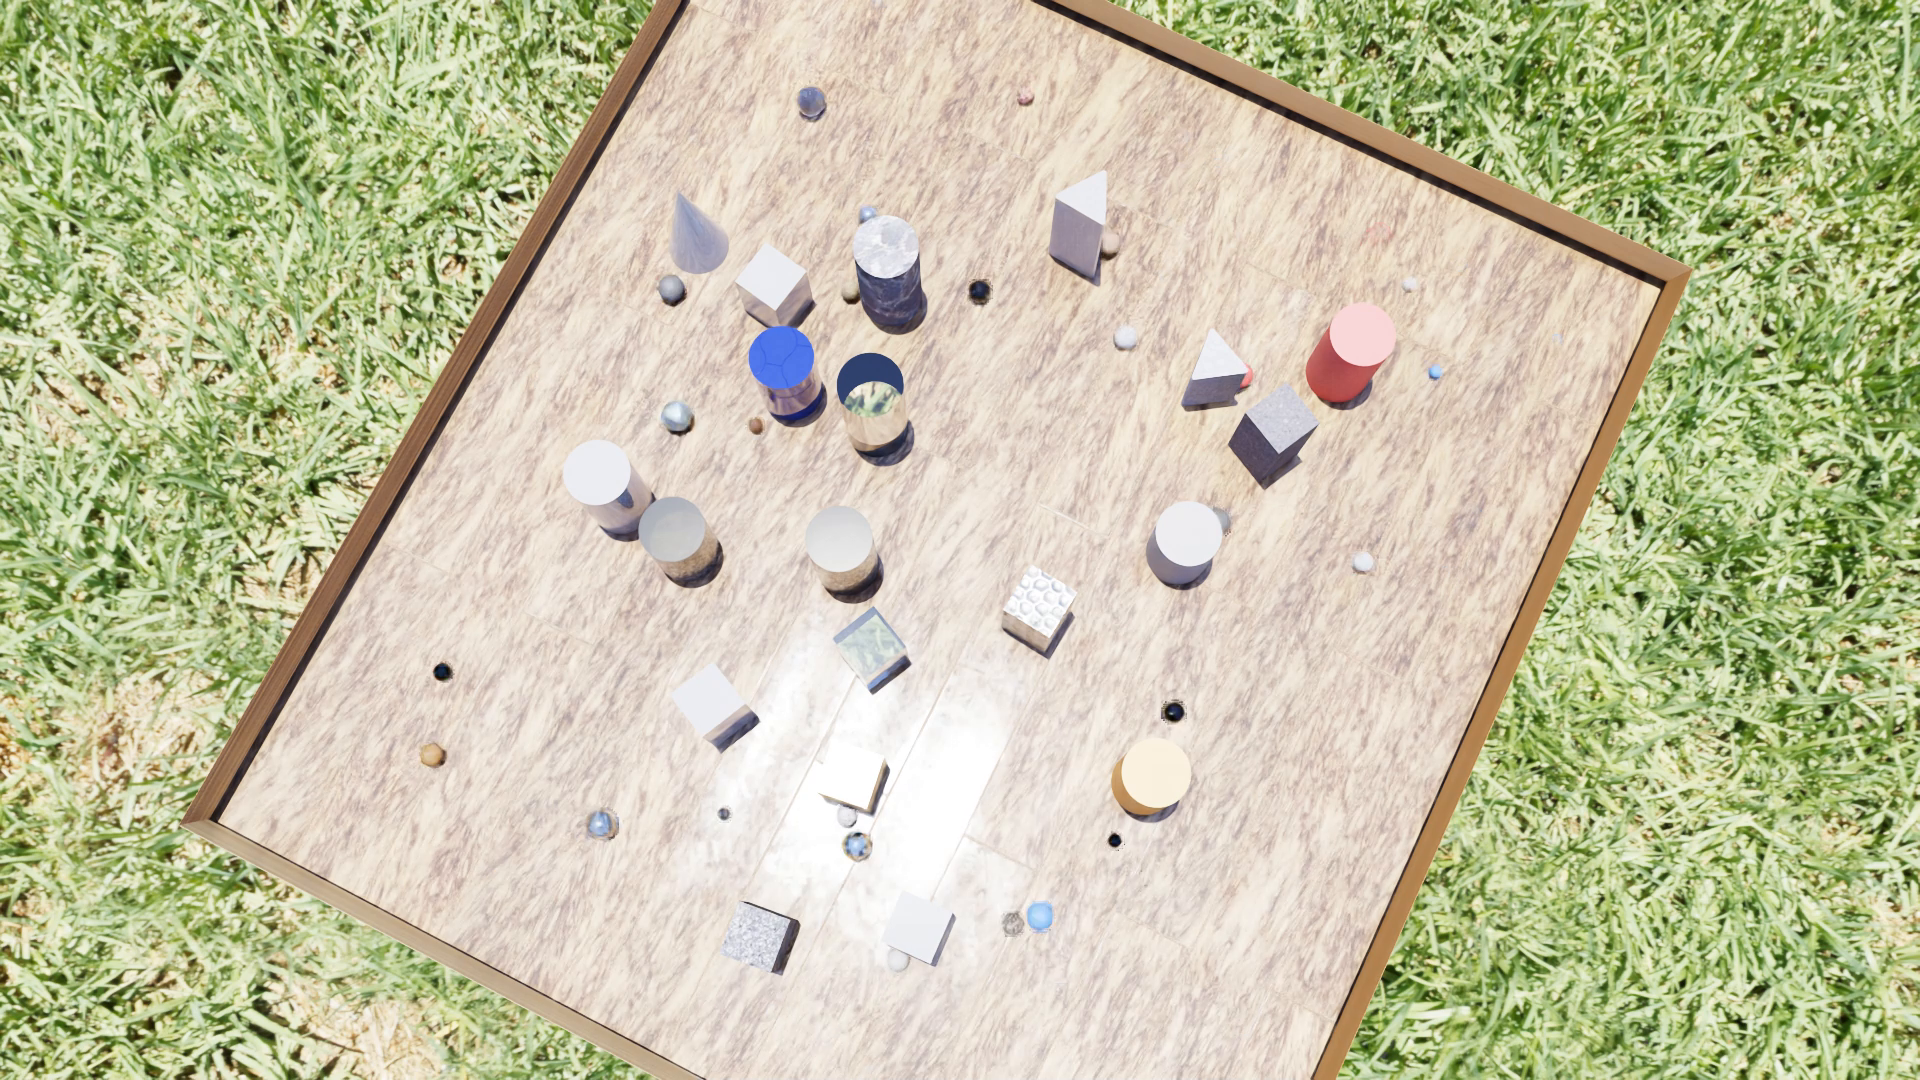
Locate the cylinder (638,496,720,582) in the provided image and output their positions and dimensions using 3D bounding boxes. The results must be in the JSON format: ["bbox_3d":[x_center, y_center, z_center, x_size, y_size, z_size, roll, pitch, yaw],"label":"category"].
[{"bbox_3d":[-0.833,0.001,5.453,0.193,0.320,0.193,0,78,0],"label":"cylinder"}]

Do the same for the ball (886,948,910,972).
[{"bbox_3d":[-0.181,1.218,5.320,0.067,0.067,0.067,0,78,0],"label":"ball"}]

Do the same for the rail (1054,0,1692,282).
[{"bbox_3d":[0.784,-1.528,5.868,3.297,0.125,0.045,26,80,5],"label":"rail"}]

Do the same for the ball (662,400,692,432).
[{"bbox_3d":[-0.873,-0.382,5.647,0.095,0.095,0.095,0,78,0],"label":"ball"}]

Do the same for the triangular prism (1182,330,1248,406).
[{"bbox_3d":[0.760,-0.529,5.578,0.167,0.290,0.145,-8,78,-2],"label":"triangular prism"}]

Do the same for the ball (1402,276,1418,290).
[{"bbox_3d":[1.414,-0.805,5.761,0.044,0.044,0.044,0,78,0],"label":"ball"}]

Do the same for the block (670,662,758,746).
[{"bbox_3d":[-0.718,0.483,5.359,0.154,0.309,0.154,-38,81,-7],"label":"block"}]

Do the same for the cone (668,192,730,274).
[{"bbox_3d":[-0.828,-0.980,5.589,0.193,0.450,0.193,0,78,0],"label":"cone"}]

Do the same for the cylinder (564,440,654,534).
[{"bbox_3d":[-1.041,-0.154,5.445,0.193,0.397,0.193,0,78,0],"label":"cylinder"}]

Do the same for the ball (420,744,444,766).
[{"bbox_3d":[-1.571,0.639,5.449,0.070,0.070,0.070,0,78,0],"label":"ball"}]

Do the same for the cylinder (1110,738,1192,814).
[{"bbox_3d":[0.547,0.685,5.284,0.193,0.373,0.193,0,78,0],"label":"cylinder"}]

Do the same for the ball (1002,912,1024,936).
[{"bbox_3d":[0.154,1.121,5.351,0.066,0.066,0.066,0,78,0],"label":"ball"}]

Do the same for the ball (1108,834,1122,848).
[{"bbox_3d":[0.458,0.888,5.411,0.044,0.044,0.044,0,78,0],"label":"ball"}]

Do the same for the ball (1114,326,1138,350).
[{"bbox_3d":[0.516,-0.631,5.709,0.075,0.075,0.075,0,78,0],"label":"ball"}]

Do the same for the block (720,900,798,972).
[{"bbox_3d":[-0.576,1.137,5.255,0.154,0.247,0.154,20,79,4],"label":"block"}]

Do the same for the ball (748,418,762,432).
[{"bbox_3d":[-0.633,-0.355,5.666,0.047,0.047,0.047,0,78,0],"label":"ball"}]

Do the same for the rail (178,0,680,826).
[{"bbox_3d":[-1.453,-0.705,5.697,0.045,0.125,3.552,26,80,5],"label":"rail"}]

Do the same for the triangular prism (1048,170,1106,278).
[{"bbox_3d":[0.388,-0.976,5.584,0.167,0.459,0.145,31,80,6],"label":"triangular prism"}]

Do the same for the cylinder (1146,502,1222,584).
[{"bbox_3d":[0.665,0.011,5.464,0.193,0.294,0.193,0,78,0],"label":"cylinder"}]

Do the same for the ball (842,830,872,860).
[{"bbox_3d":[-0.304,0.897,5.385,0.089,0.089,0.089,0,78,0],"label":"ball"}]

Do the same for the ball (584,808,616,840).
[{"bbox_3d":[-1.058,0.838,5.396,0.094,0.094,0.094,0,78,0],"label":"ball"}]

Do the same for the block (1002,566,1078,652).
[{"bbox_3d":[0.230,0.207,5.410,0.154,0.321,0.154,31,80,6],"label":"block"}]

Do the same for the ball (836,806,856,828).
[{"bbox_3d":[-0.336,0.815,5.405,0.064,0.064,0.064,0,78,0],"label":"ball"}]

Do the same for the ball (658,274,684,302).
[{"bbox_3d":[-0.904,-0.788,5.737,0.084,0.084,0.084,0,78,0],"label":"ball"}]

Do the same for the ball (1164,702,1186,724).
[{"bbox_3d":[0.640,0.515,5.477,0.065,0.065,0.065,0,78,0],"label":"ball"}]

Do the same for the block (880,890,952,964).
[{"bbox_3d":[-0.122,1.108,5.256,0.154,0.256,0.154,23,79,5],"label":"block"}]

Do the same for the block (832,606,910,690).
[{"bbox_3d":[-0.262,0.322,5.420,0.154,0.255,0.154,-38,81,-7],"label":"block"}]

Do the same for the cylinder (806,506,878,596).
[{"bbox_3d":[-0.345,0.036,5.409,0.193,0.393,0.193,0,78,0],"label":"cylinder"}]

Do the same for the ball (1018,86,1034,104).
[{"bbox_3d":[0.211,-1.429,5.885,0.053,0.053,0.053,0,78,0],"label":"ball"}]

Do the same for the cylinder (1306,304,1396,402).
[{"bbox_3d":[1.176,-0.561,5.536,0.193,0.385,0.193,0,78,0],"label":"cylinder"}]

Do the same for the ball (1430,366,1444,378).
[{"bbox_3d":[1.482,-0.524,5.704,0.041,0.041,0.041,0,78,0],"label":"ball"}]

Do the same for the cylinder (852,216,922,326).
[{"bbox_3d":[-0.216,-0.810,5.558,0.193,0.443,0.193,0,78,0],"label":"cylinder"}]

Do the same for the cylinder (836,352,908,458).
[{"bbox_3d":[-0.257,-0.397,5.463,0.193,0.462,0.193,0,78,0],"label":"cylinder"}]

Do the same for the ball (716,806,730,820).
[{"bbox_3d":[-0.700,0.810,5.428,0.041,0.041,0.041,0,78,0],"label":"ball"}]

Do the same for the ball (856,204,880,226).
[{"bbox_3d":[-0.290,-1.023,5.789,0.076,0.076,0.076,0,78,0],"label":"ball"}]

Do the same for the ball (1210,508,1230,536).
[{"bbox_3d":[0.778,-0.053,5.578,0.091,0.091,0.091,0,78,0],"label":"ball"}]

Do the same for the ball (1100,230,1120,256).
[{"bbox_3d":[0.467,-0.936,5.766,0.078,0.078,0.078,0,78,0],"label":"ball"}]

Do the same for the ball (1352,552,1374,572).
[{"bbox_3d":[1.224,0.066,5.570,0.064,0.064,0.064,0,78,0],"label":"ball"}]

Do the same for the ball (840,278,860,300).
[{"bbox_3d":[-0.344,-0.784,5.727,0.063,0.063,0.063,0,78,0],"label":"ball"}]

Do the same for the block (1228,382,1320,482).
[{"bbox_3d":[0.937,-0.318,5.495,0.154,0.366,0.154,-36,81,-7],"label":"block"}]

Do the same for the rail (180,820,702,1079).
[{"bbox_3d":[-0.784,1.542,5.232,3.297,0.125,0.045,26,80,5],"label":"rail"}]

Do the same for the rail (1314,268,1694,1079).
[{"bbox_3d":[1.453,0.718,5.403,0.045,0.125,3.552,26,80,5],"label":"rail"}]

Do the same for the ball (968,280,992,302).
[{"bbox_3d":[0.062,-0.779,5.741,0.072,0.072,0.072,0,78,0],"label":"ball"}]

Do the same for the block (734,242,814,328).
[{"bbox_3d":[-0.570,-0.767,5.641,0.154,0.263,0.154,36,81,7],"label":"block"}]

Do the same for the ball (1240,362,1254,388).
[{"bbox_3d":[0.865,-0.511,5.667,0.084,0.084,0.084,0,78,0],"label":"ball"}]

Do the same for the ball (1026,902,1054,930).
[{"bbox_3d":[0.233,1.098,5.347,0.082,0.082,0.082,0,78,0],"label":"ball"}]

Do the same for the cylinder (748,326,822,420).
[{"bbox_3d":[-0.524,-0.500,5.542,0.193,0.348,0.193,0,78,0],"label":"cylinder"}]

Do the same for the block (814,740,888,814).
[{"bbox_3d":[-0.314,0.691,5.338,0.154,0.266,0.154,18,79,4],"label":"block"}]

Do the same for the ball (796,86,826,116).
[{"bbox_3d":[-0.477,-1.404,5.858,0.097,0.097,0.097,0,78,0],"label":"ball"}]

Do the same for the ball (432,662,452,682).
[{"bbox_3d":[-1.555,0.396,5.506,0.055,0.055,0.055,0,78,0],"label":"ball"}]
